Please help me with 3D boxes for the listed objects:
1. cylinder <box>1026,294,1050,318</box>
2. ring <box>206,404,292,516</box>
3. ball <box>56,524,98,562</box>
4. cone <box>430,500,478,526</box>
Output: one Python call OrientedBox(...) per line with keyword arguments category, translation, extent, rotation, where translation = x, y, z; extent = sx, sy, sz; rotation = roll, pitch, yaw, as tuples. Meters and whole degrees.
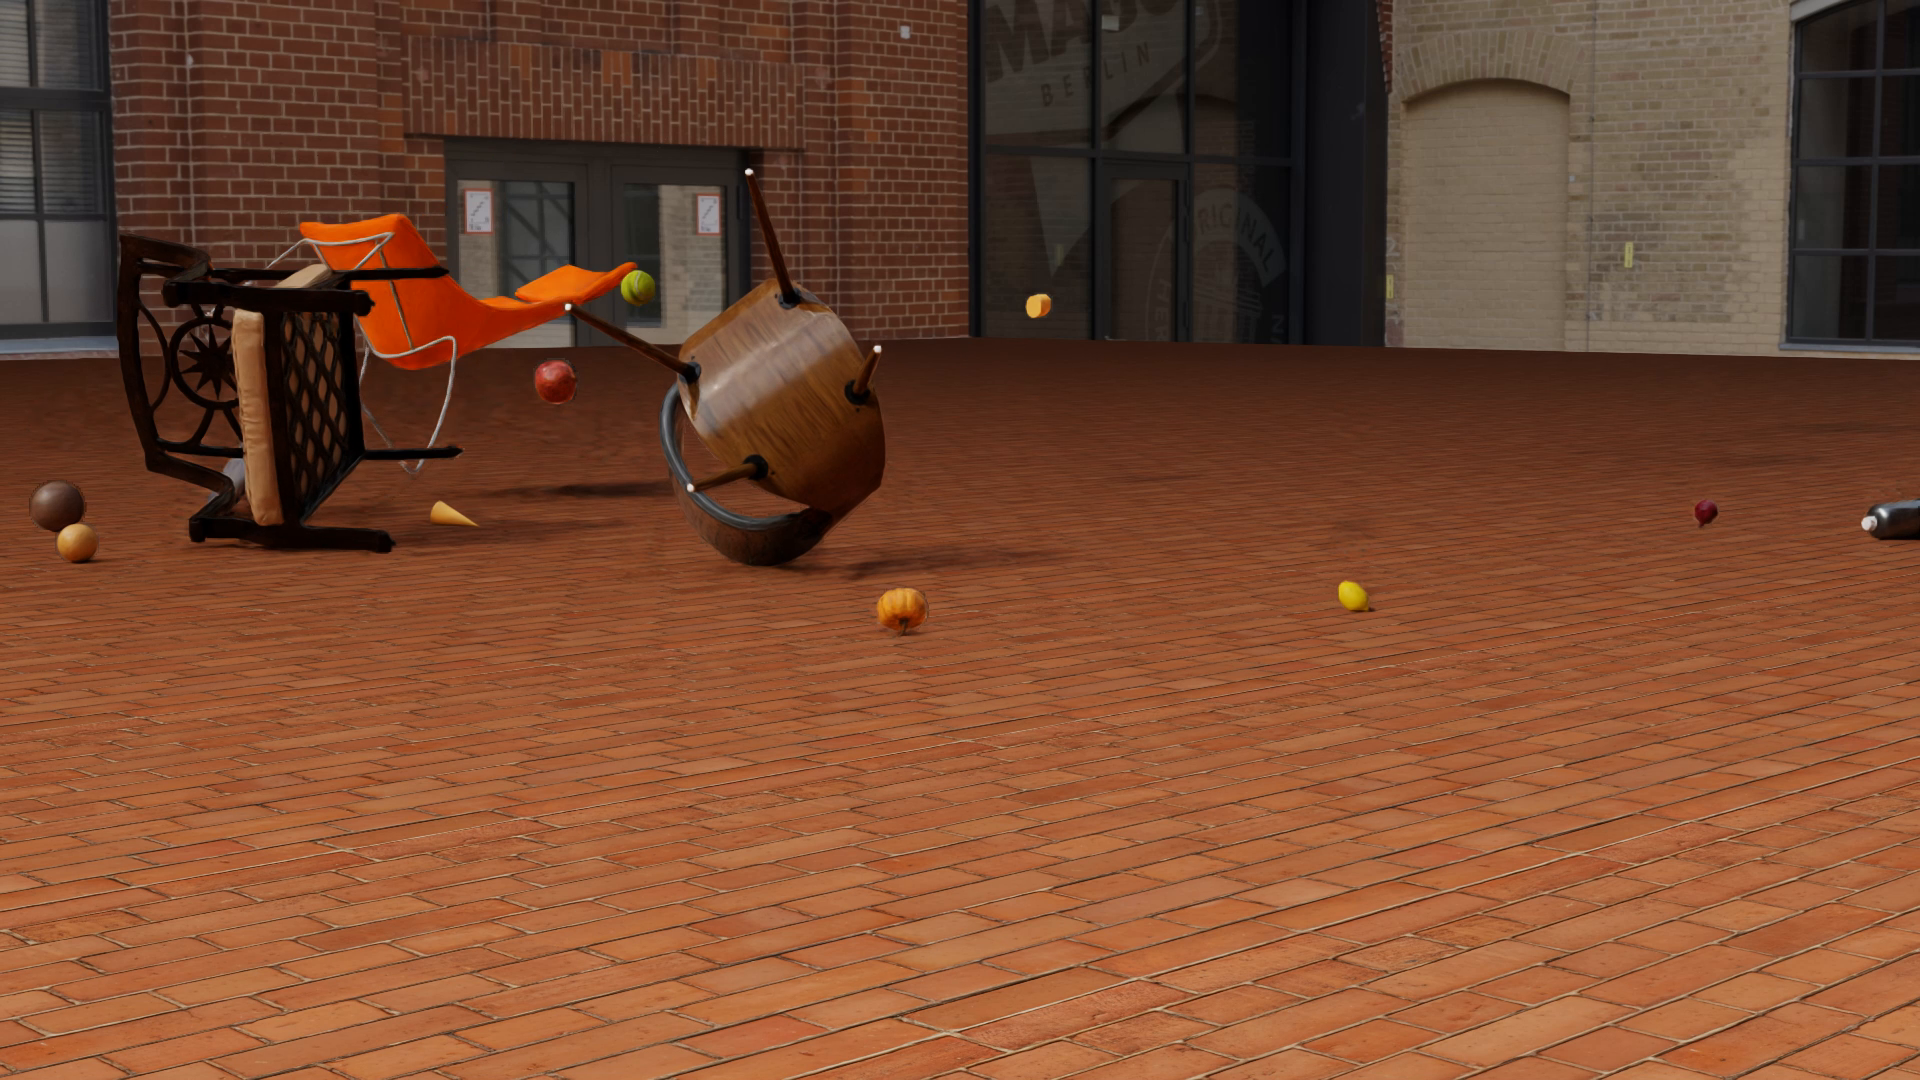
OrientedBox(category="cylinder", translation=(0.250, -0.746, 8.160), extent=(0.060, 0.074, 0.050), rotation=(33, 32, 29))
OrientedBox(category="ring", translation=(-1.962, -0.221, 7.086), extent=(0.062, 0.379, 0.283), rotation=(36, 4, -22))
OrientedBox(category="ball", translation=(-2.033, 0.007, 5.910), extent=(0.090, 0.090, 0.090), rotation=(0, 6, 0))
OrientedBox(category="cone", translation=(-1.323, -0.053, 6.772), extent=(0.134, 0.067, 0.065), rotation=(17, -9, 18))
